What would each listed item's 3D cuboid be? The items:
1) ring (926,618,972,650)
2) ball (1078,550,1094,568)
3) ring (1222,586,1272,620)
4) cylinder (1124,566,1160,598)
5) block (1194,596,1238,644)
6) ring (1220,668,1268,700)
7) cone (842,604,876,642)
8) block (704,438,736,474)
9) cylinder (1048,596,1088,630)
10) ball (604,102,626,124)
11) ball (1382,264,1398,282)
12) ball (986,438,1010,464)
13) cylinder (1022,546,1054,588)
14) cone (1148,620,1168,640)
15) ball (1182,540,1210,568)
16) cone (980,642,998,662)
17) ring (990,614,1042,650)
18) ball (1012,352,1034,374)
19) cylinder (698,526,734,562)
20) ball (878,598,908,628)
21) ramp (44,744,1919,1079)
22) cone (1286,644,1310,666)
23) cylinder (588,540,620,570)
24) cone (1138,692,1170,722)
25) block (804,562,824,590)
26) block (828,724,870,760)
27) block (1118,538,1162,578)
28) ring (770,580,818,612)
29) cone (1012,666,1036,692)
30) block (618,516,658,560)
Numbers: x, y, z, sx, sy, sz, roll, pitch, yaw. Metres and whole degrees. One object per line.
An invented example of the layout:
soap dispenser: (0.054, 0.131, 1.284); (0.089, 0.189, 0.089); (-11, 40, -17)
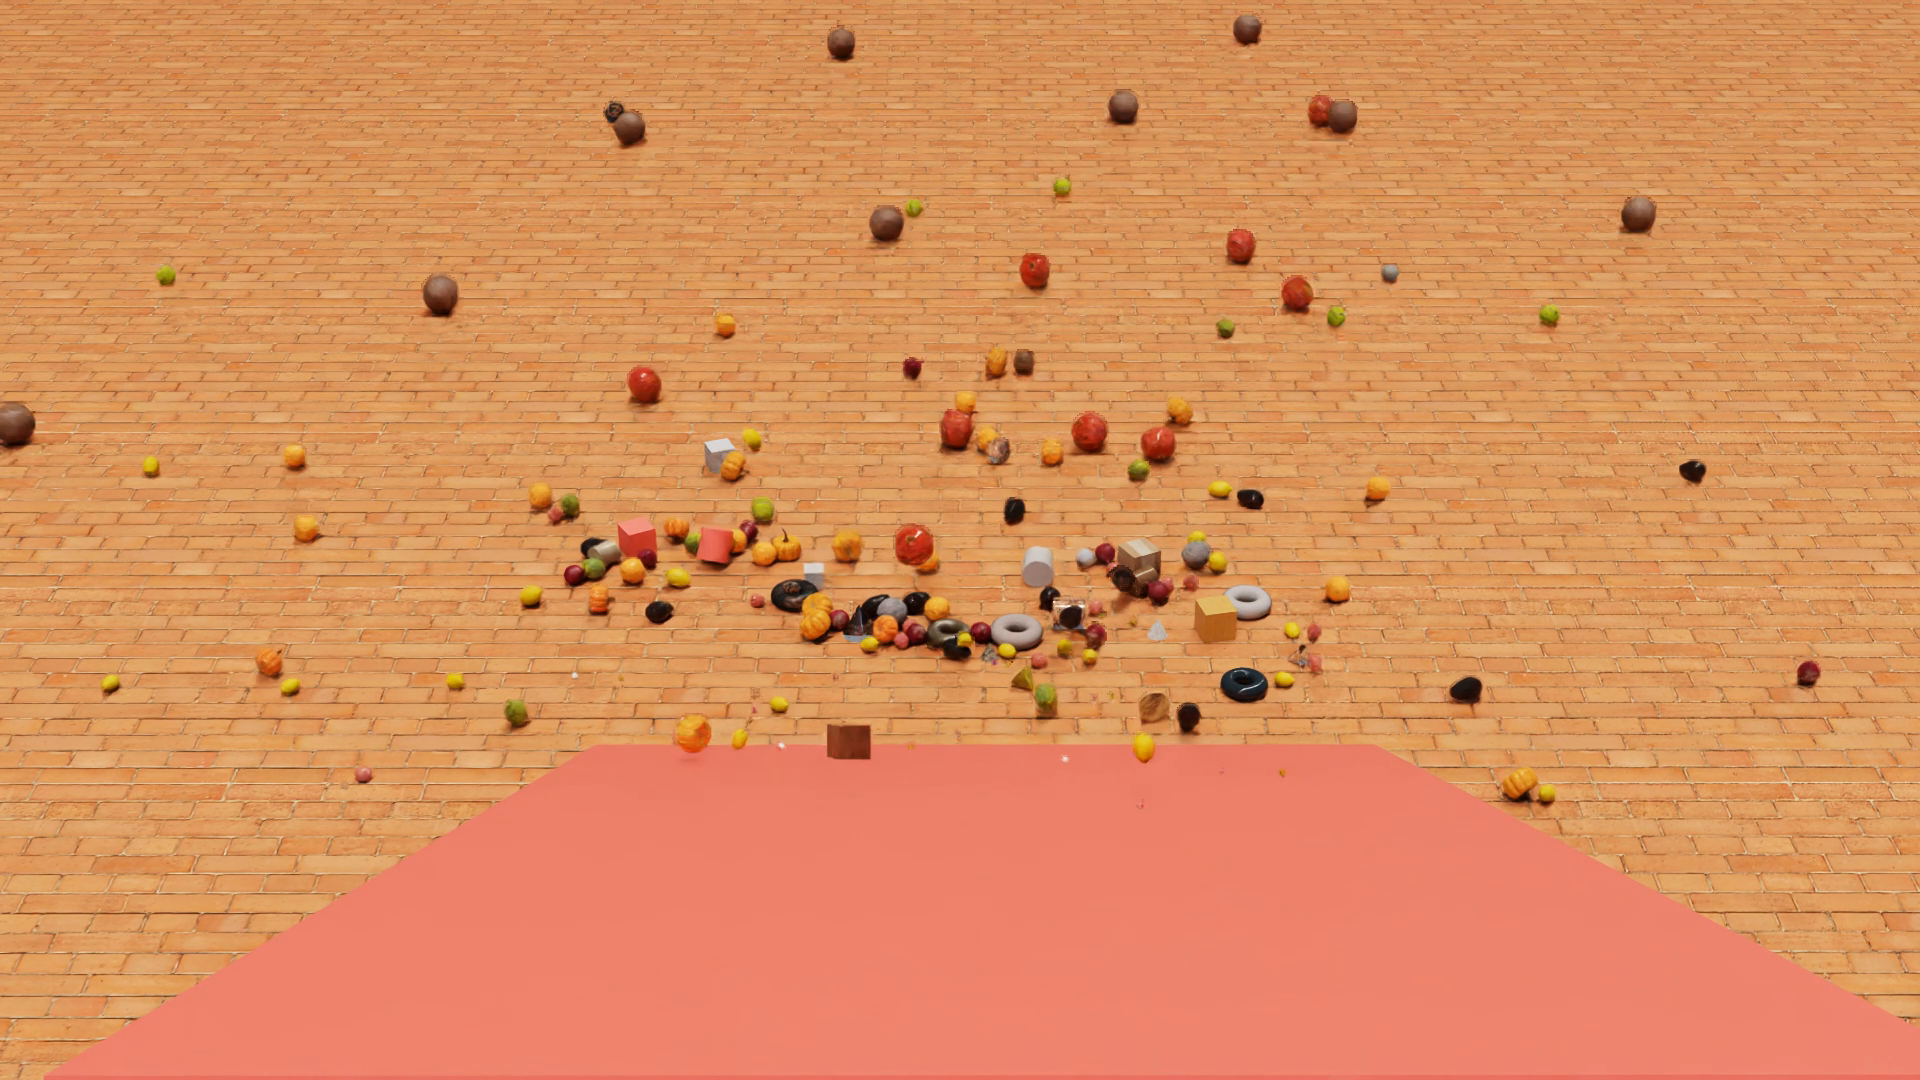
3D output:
ring: (-0.031, 0.263, 7.240); (0.129, 0.043, 0.129); (1, 29, -1)
ball: (0.370, 0.054, 7.604); (0.053, 0.053, 0.053); (0, 29, 0)
ring: (0.818, 0.177, 7.389); (0.146, 0.049, 0.146); (-1, 30, 0)
cylinder: (0.524, 0.119, 7.468); (0.073, 0.073, 0.073); (-22, 36, -34)
block: (0.717, 0.222, 7.262); (0.092, 0.092, 0.092); (-7, 30, -12)
ring: (0.771, 0.391, 7.011); (0.131, 0.044, 0.131); (-1, 30, 0)
cone: (-0.282, 0.222, 7.259); (0.096, 0.096, 0.096); (0, 29, 0)
block: (-0.756, -0.264, 8.151); (0.077, 0.077, 0.077); (-11, 31, -19)
cylinder: (0.306, 0.208, 7.292); (0.088, 0.088, 0.088); (-9, 26, 18)
ball: (-1.453, -1.798, 10.889); (0.090, 0.090, 0.090); (0, 29, 0)
ball: (1.570, -0.974, 9.439); (0.062, 0.062, 0.062); (0, 29, 0)
ball: (0.121, -0.282, 8.181); (0.078, 0.078, 0.078); (0, 29, 0)
cylinder: (0.228, 0.078, 7.524); (0.089, 0.089, 0.089); (1, 29, 2)
cone: (0.555, 0.243, 7.261); (0.057, 0.057, 0.057); (0, 29, 0)
ball: (0.693, 0.042, 7.597); (0.081, 0.081, 0.081); (0, 29, 0)
cone: (0.082, 0.304, 7.158); (0.051, 0.051, 0.051); (0, 29, 0)
ring: (0.158, 0.256, 7.245); (0.150, 0.050, 0.150); (1, 30, 0)
ball: (0.215, -0.602, 8.759); (0.075, 0.075, 0.075); (0, 29, 0)
cylinder: (-0.719, 0.012, 7.607); (0.093, 0.093, 0.093); (10, 6, -1)
ball: (-0.190, 0.205, 7.299); (0.087, 0.087, 0.087); (0, 29, 0)
ramp: (0.065, 0.585, 4.634); (2.000, 0.100, 4.000); (0, 0, 0)
cone: (0.926, 0.324, 7.147); (0.059, 0.059, 0.059); (-14, 18, 34)
cylinder: (-1.047, 0.043, 7.608); (0.069, 0.069, 0.069); (25, 36, 38)
cone: (0.511, 0.428, 6.898); (0.085, 0.085, 0.085); (-4, 22, -7)
block: (-0.423, 0.106, 7.506); (0.057, 0.057, 0.057); (-2, 29, -4)
block: (-0.268, 0.487, 6.253); (0.080, 0.080, 0.080); (0, 0, -23)
block: (0.523, 0.062, 7.551); (0.091, 0.091, 0.091); (-15, 32, -25)
ring: (-0.475, 0.158, 7.425); (0.139, 0.046, 0.139); (-1, 30, 1)
cone: (0.185, 0.390, 7.024); (0.066, 0.066, 0.066); (46, 47, 17)
block: (-0.958, -0.005, 7.677); (0.085, 0.085, 0.085); (-16, 33, -26)
